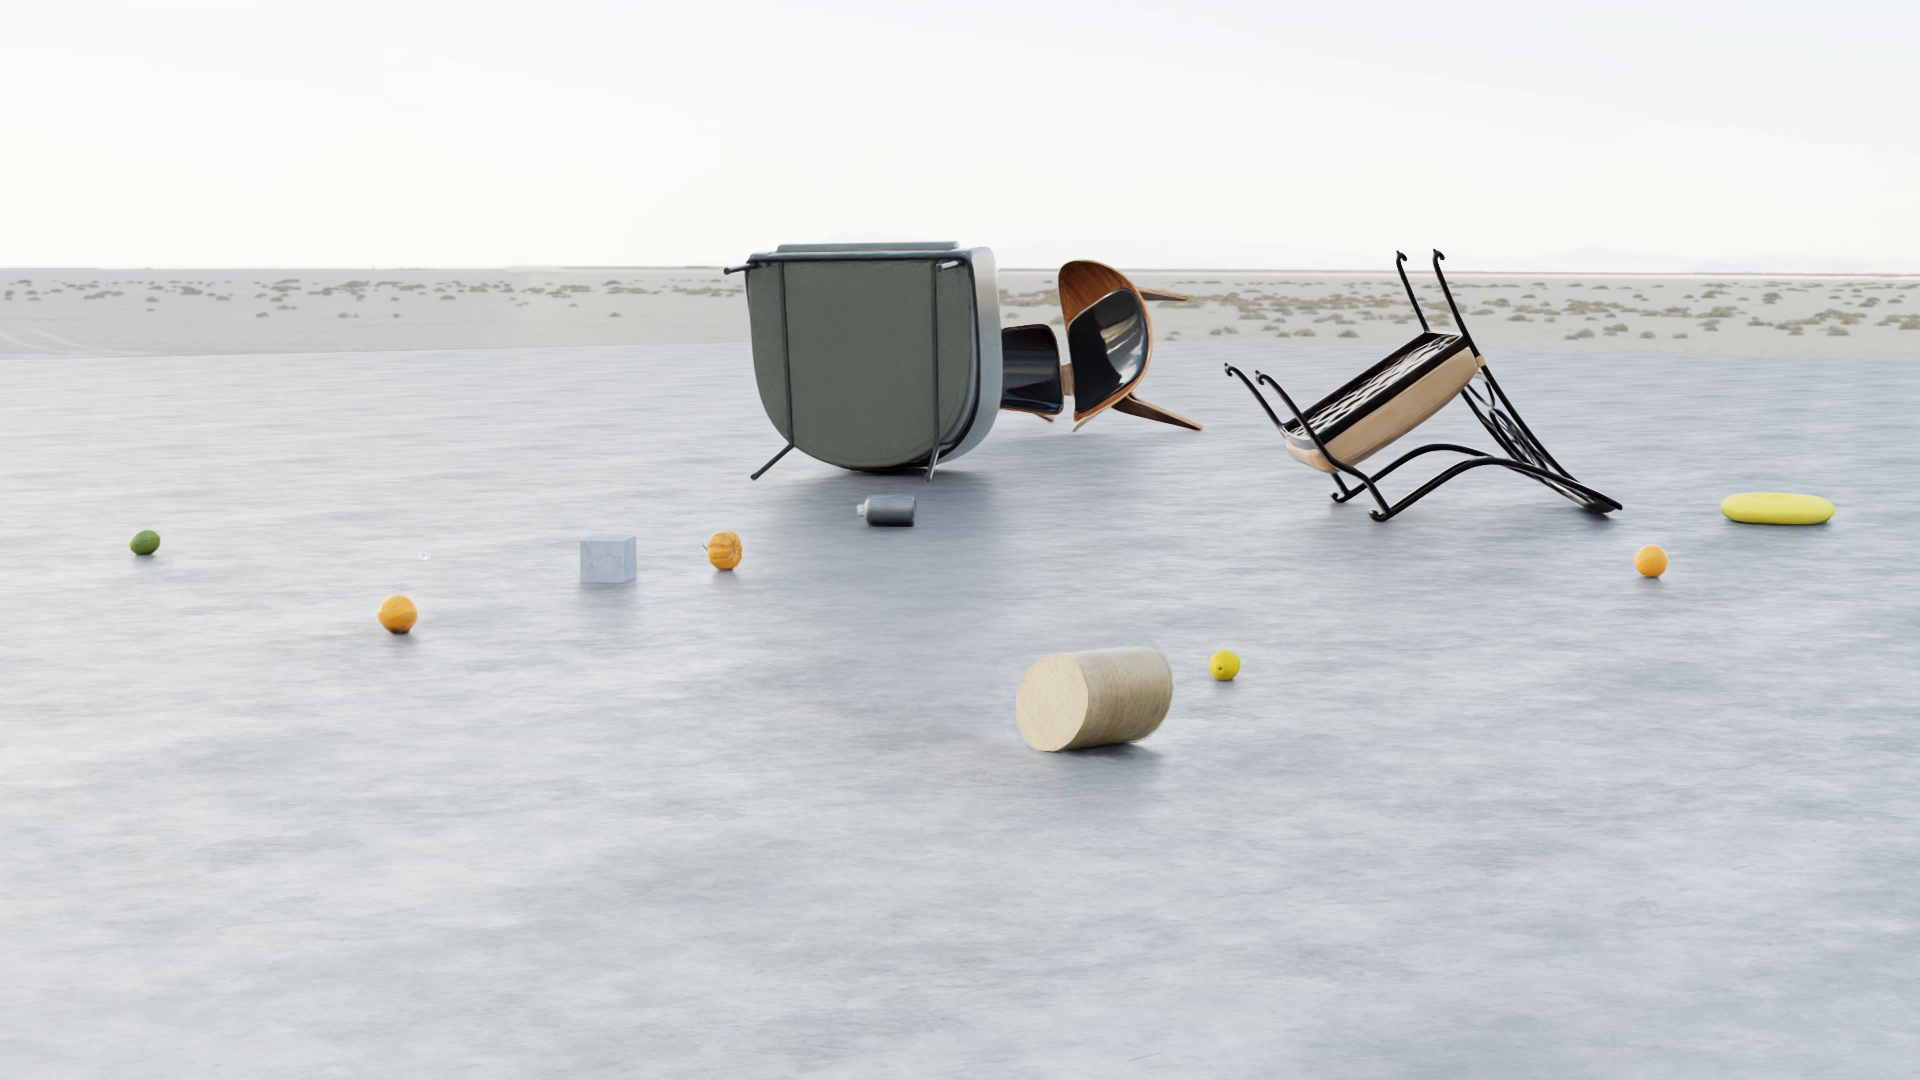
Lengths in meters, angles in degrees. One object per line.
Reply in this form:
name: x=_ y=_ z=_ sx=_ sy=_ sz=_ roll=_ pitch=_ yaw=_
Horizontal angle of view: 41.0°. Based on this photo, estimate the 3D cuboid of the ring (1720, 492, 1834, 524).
ring: x=2.198 y=-0.084 z=6.901 sx=0.295 sy=0.068 sz=0.282 roll=2 pitch=7 yaw=15

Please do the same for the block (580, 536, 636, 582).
block: x=-0.765 y=0.040 z=5.586 sx=0.097 sy=0.089 sz=0.114 roll=1 pitch=6 yaw=6

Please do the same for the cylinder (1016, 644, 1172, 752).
cylinder: x=0.186 y=0.220 z=3.582 sx=0.148 sy=0.128 sz=0.180 roll=-4 pitch=-23 yaw=-35
